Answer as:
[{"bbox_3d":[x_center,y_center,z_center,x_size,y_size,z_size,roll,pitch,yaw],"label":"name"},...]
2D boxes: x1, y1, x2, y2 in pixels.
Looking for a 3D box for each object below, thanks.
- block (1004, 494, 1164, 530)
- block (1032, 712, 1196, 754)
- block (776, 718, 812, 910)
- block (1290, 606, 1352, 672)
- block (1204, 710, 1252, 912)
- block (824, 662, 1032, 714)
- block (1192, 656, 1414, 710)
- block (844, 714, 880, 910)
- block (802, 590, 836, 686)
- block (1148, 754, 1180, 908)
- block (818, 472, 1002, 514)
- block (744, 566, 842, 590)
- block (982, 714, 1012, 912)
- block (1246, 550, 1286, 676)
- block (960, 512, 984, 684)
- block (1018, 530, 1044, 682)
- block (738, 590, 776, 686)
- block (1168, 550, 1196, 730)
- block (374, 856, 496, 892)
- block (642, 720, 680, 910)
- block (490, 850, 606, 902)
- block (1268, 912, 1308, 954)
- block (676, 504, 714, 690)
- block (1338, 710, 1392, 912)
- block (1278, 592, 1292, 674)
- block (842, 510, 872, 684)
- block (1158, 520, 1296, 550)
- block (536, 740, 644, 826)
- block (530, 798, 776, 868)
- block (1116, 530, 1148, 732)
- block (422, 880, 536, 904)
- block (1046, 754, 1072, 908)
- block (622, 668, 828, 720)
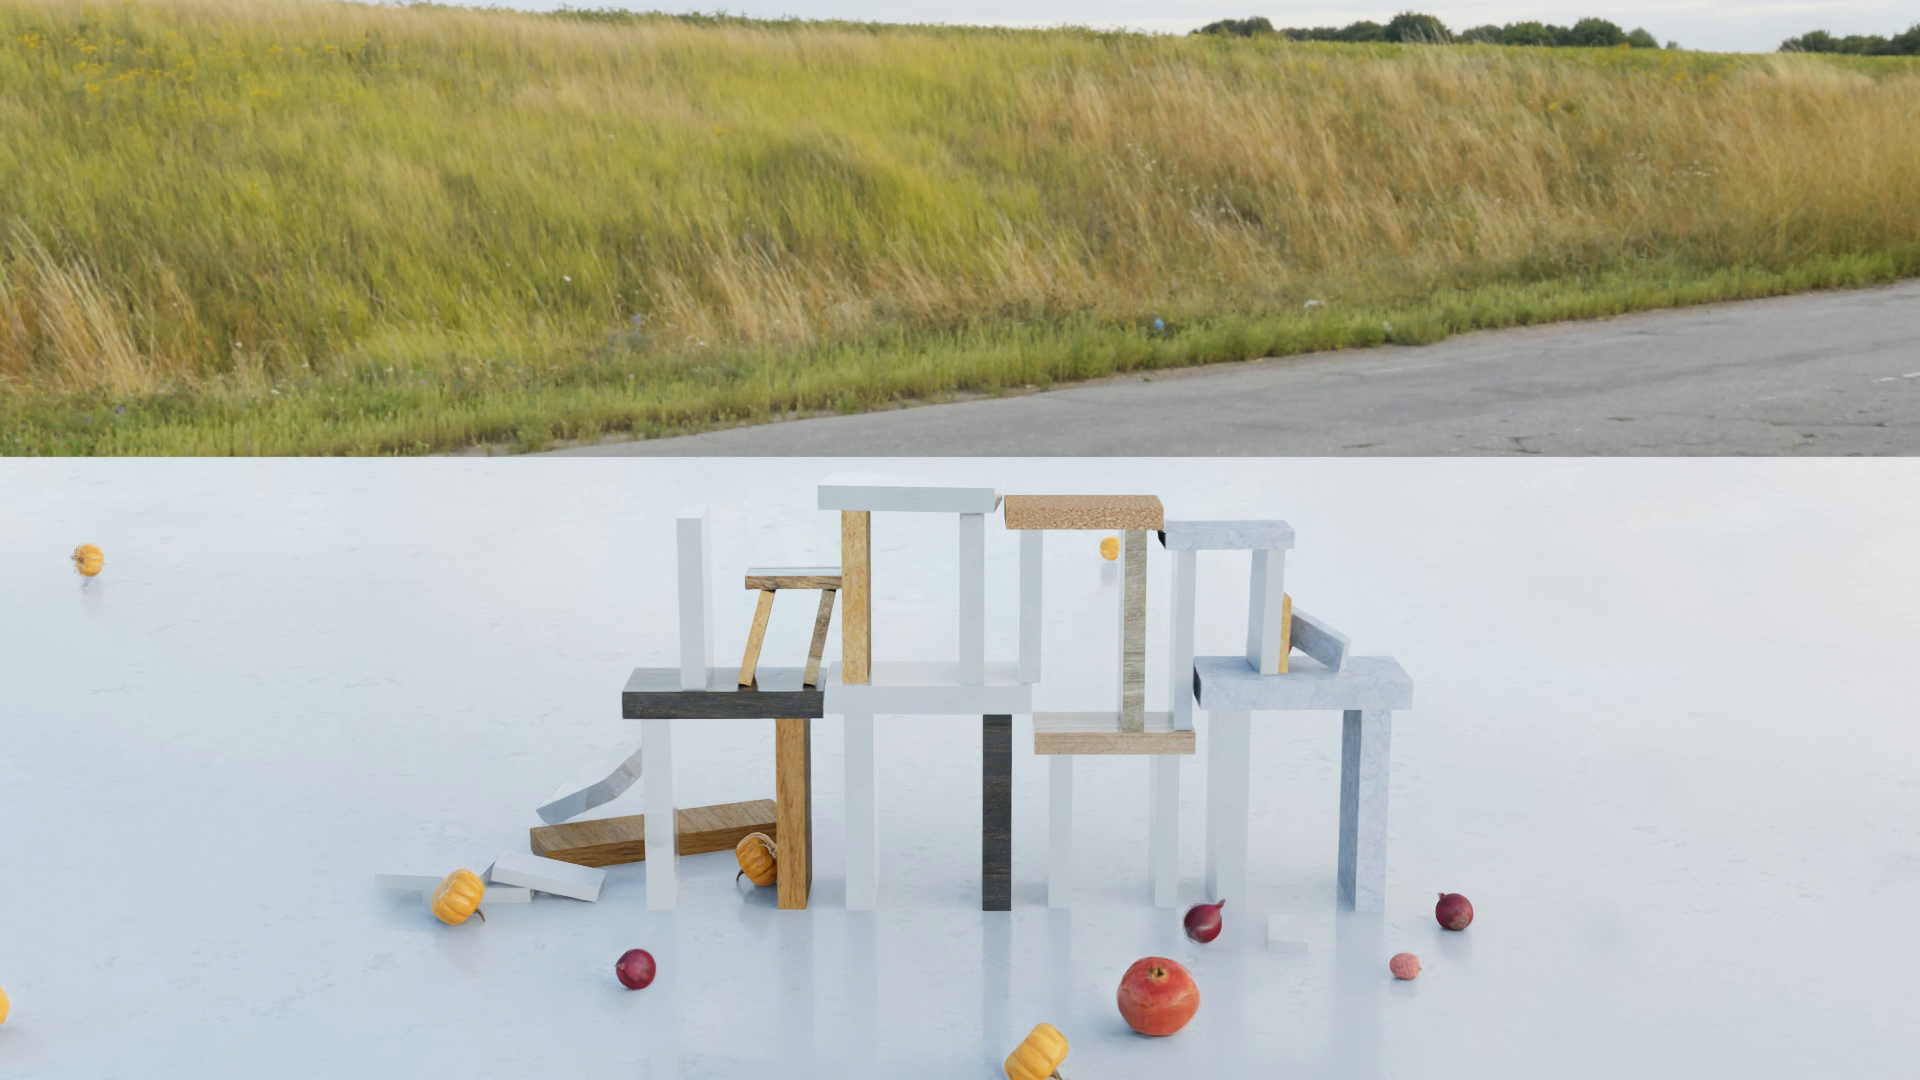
[{"bbox_3d":[0.198,-0.045,3.551,0.250,0.035,0.125,0,11,0],"label":"block"},{"bbox_3d":[0.250,0.317,3.614,0.260,0.037,0.130,0,11,0],"label":"block"},{"bbox_3d":[-0.275,0.431,3.643,0.046,0.322,0.161,0,11,0],"label":"block"},{"bbox_3d":[0.577,0.160,3.584,0.124,0.062,0.018,32,44,33],"label":"block"},{"bbox_3d":[0.442,0.424,3.636,0.048,0.339,0.170,0,11,0],"label":"block"},{"bbox_3d":[-0.051,0.241,3.604,0.331,0.047,0.166,0,11,0],"label":"block"},{"bbox_3d":[0.555,0.233,3.600,0.339,0.048,0.170,0,11,0],"label":"block"},{"bbox_3d":[-0.162,0.427,3.640,0.047,0.331,0.166,0,11,0],"label":"block"},{"bbox_3d":[-0.228,0.150,3.587,0.022,0.158,0.079,12,10,-3],"label":"block"},{"bbox_3d":[0.337,0.463,3.641,0.037,0.260,0.130,0,11,0],"label":"block"},{"bbox_3d":[-0.078,-0.077,3.539,0.282,0.040,0.141,1,11,6],"label":"block"},{"bbox_3d":[-0.267,0.061,3.573,0.157,0.022,0.079,0,11,0],"label":"block"},{"bbox_3d":[0.060,0.427,3.638,0.047,0.331,0.166,0,11,0],"label":"block"},{"bbox_3d":[0.497,0.107,3.580,0.029,0.207,0.104,1,10,-6],"label":"block"},{"bbox_3d":[0.019,0.079,3.576,0.040,0.282,0.141,0,11,0],"label":"block"},{"bbox_3d":[0.114,0.095,3.577,0.035,0.250,0.125,0,11,0],"label":"block"},{"bbox_3d":[-0.330,0.151,3.584,0.022,0.158,0.079,15,10,-3],"label":"block"},{"bbox_3d":[0.362,0.152,3.586,0.029,0.297,0.103,0,11,0],"label":"block"},{"bbox_3d":[-0.870,0.555,3.651,0.176,0.025,0.088,1,11,8],"label":"block"},{"bbox_3d":[-0.495,0.431,3.642,0.046,0.322,0.161,-1,11,-5],"label":"block"},{"bbox_3d":[-0.684,0.559,3.663,0.176,0.025,0.088,12,10,-4],"label":"block"},{"bbox_3d":[0.517,0.619,3.466,0.062,0.018,0.124,2,11,8],"label":"block"},{"bbox_3d":[-0.430,0.090,3.578,0.040,0.280,0.140,0,11,0],"label":"block"},{"bbox_3d":[0.668,0.423,3.636,0.048,0.339,0.170,0,11,0],"label":"block"},{"bbox_3d":[0.520,0.149,3.581,0.018,0.124,0.062,1,10,-6],"label":"block"},{"bbox_3d":[-0.168,0.079,3.577,0.040,0.282,0.141,0,11,0],"label":"block"},{"bbox_3d":[0.429,-0.008,3.552,0.207,0.029,0.103,-1,11,-1],"label":"block"},{"bbox_3d":[-0.644,0.432,3.953,0.280,0.040,0.140,-26,13,50],"label":"block"},{"bbox_3d":[-0.528,0.524,3.914,0.446,0.040,0.140,-4,11,-23],"label":"block"},{"bbox_3d":[0.280,0.135,3.585,0.035,0.331,0.125,0,11,0],"label":"block"},{"bbox_3d":[-0.798,0.578,3.665,0.176,0.025,0.088,0,11,-1],"label":"block"},{"bbox_3d":[0.164,0.463,3.641,0.037,0.260,0.130,0,11,0],"label":"block"},{"bbox_3d":[-0.382,0.250,3.607,0.322,0.046,0.161,0,11,-1],"label":"block"}]
